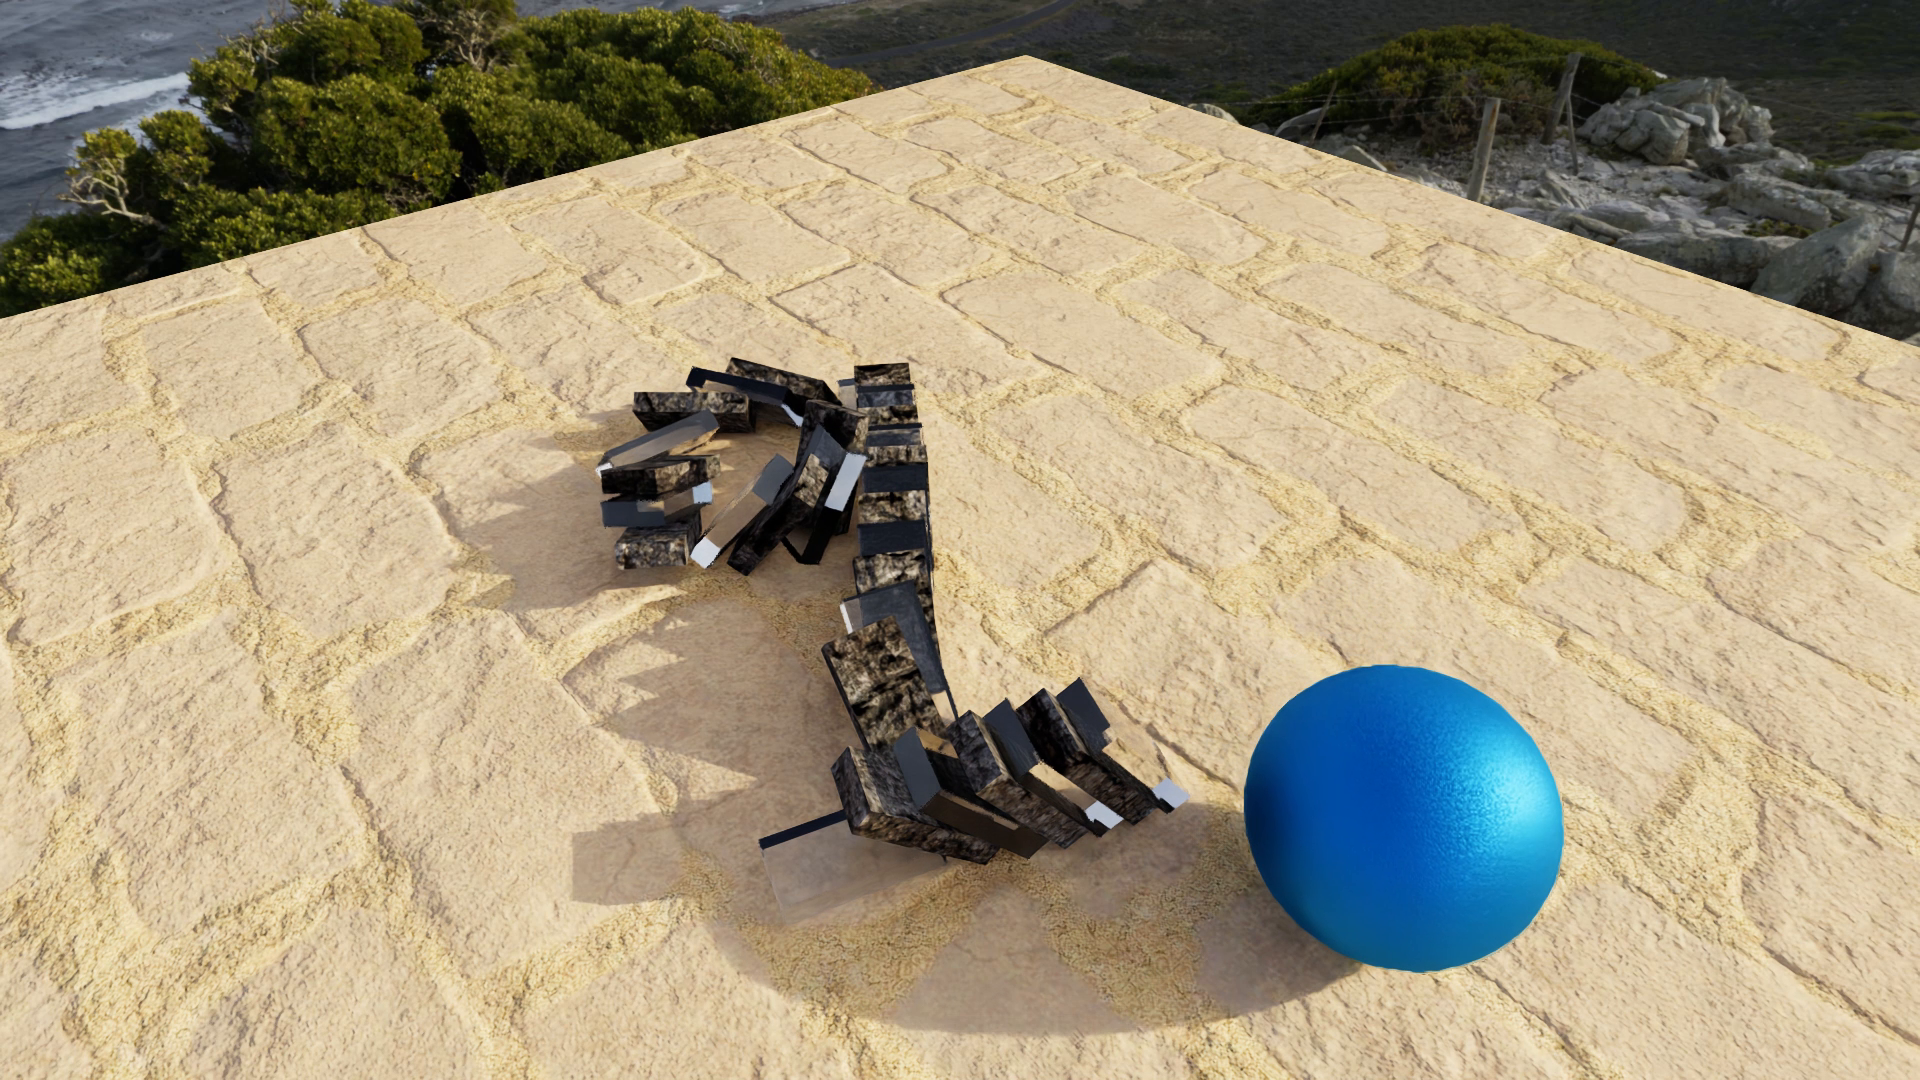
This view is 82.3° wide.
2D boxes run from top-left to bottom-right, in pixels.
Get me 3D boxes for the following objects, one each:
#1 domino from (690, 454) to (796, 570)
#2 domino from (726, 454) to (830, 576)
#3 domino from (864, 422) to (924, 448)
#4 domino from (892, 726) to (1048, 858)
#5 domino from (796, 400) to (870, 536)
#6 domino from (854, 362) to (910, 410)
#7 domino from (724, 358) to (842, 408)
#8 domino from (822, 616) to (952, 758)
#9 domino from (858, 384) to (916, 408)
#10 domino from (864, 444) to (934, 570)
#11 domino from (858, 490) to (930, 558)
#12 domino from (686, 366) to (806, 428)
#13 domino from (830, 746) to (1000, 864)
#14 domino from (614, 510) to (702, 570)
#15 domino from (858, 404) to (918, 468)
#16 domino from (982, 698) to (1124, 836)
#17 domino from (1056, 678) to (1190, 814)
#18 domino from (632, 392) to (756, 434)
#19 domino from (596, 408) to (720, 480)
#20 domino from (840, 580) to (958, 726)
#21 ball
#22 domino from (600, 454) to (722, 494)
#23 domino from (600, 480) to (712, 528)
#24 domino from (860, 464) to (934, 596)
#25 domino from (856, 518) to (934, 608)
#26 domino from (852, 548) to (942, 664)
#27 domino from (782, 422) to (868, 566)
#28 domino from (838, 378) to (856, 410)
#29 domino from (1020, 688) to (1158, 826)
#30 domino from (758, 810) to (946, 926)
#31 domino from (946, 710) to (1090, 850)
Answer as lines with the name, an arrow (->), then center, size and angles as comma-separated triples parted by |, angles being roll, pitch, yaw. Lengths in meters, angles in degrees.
domino -> -0.085, -0.011, 0.429 | 0.009, 0.050, 0.025 | 41, 40, -14
domino -> -0.070, -0.009, 0.426 | 0.009, 0.050, 0.025 | 36, 39, -18
domino -> -0.026, -0.022, 0.448 | 0.025, 0.010, 0.050 | -4, 76, -5
domino -> 0.004, 0.075, 0.325 | 0.009, 0.050, 0.025 | -45, 40, 13
domino -> -0.054, -0.030, 0.448 | 0.025, 0.050, 0.009 | 19, 16, 23
domino -> -0.033, -0.055, 0.492 | 0.025, 0.010, 0.050 | -4, 69, -5
domino -> -0.083, -0.071, 0.517 | 0.050, 0.025, 0.010 | 17, 77, 19
domino -> -0.023, 0.053, 0.357 | 0.025, 0.009, 0.050 | -22, 79, -20
domino -> -0.030, -0.043, 0.477 | 0.025, 0.009, 0.050 | -4, 70, -5
domino -> -0.024, -0.012, 0.436 | 0.025, 0.009, 0.050 | -3, 76, -5
domino -> -0.024, 0.007, 0.411 | 0.025, 0.009, 0.050 | -3, 76, -5
domino -> -0.099, -0.066, 0.512 | 0.050, 0.025, 0.010 | 14, 76, 16
domino -> -0.012, 0.078, 0.324 | 0.050, 0.010, 0.025 | 24, 23, -35
domino -> -0.117, -0.001, 0.429 | 0.025, 0.009, 0.050 | -4, 16, -5
domino -> -0.028, -0.032, 0.462 | 0.025, 0.009, 0.050 | -5, 72, -6
domino -> 0.028, 0.069, 0.331 | 0.010, 0.050, 0.025 | -40, 43, 9
domino -> 0.050, 0.064, 0.337 | 0.010, 0.050, 0.025 | -40, 43, 9
domino -> -0.120, -0.058, 0.501 | 0.050, 0.025, 0.010 | 1, 75, 1
domino -> -0.132, -0.040, 0.481 | 0.050, 0.025, 0.009 | -30, 92, -31
domino -> -0.021, 0.041, 0.371 | 0.025, 0.009, 0.050 | -16, 78, -16
ball -> 0.118, 0.074, 0.298 | 0.080, 0.080, 0.080 | 0, 39, 0
domino -> -0.123, -0.028, 0.457 | 0.025, 0.009, 0.050 | 0, 11, 18
domino -> -0.121, -0.015, 0.443 | 0.025, 0.009, 0.050 | -1, 12, 8
domino -> -0.024, -0.003, 0.424 | 0.025, 0.010, 0.050 | -3, 76, -5
domino -> -0.023, 0.019, 0.399 | 0.025, 0.010, 0.050 | -5, 76, -5
domino -> -0.022, 0.030, 0.385 | 0.025, 0.010, 0.050 | -7, 76, -9
domino -> -0.056, -0.018, 0.435 | 0.010, 0.050, 0.025 | 7, 28, -42
domino -> -0.041, -0.060, 0.517 | 0.025, 0.010, 0.050 | -9, 40, -11
domino -> 0.039, 0.066, 0.334 | 0.009, 0.050, 0.025 | -40, 43, 9
domino -> -0.032, 0.094, 0.329 | 0.050, 0.009, 0.025 | -16, 42, -18
domino -> 0.017, 0.072, 0.327 | 0.009, 0.050, 0.025 | -40, 43, 9
